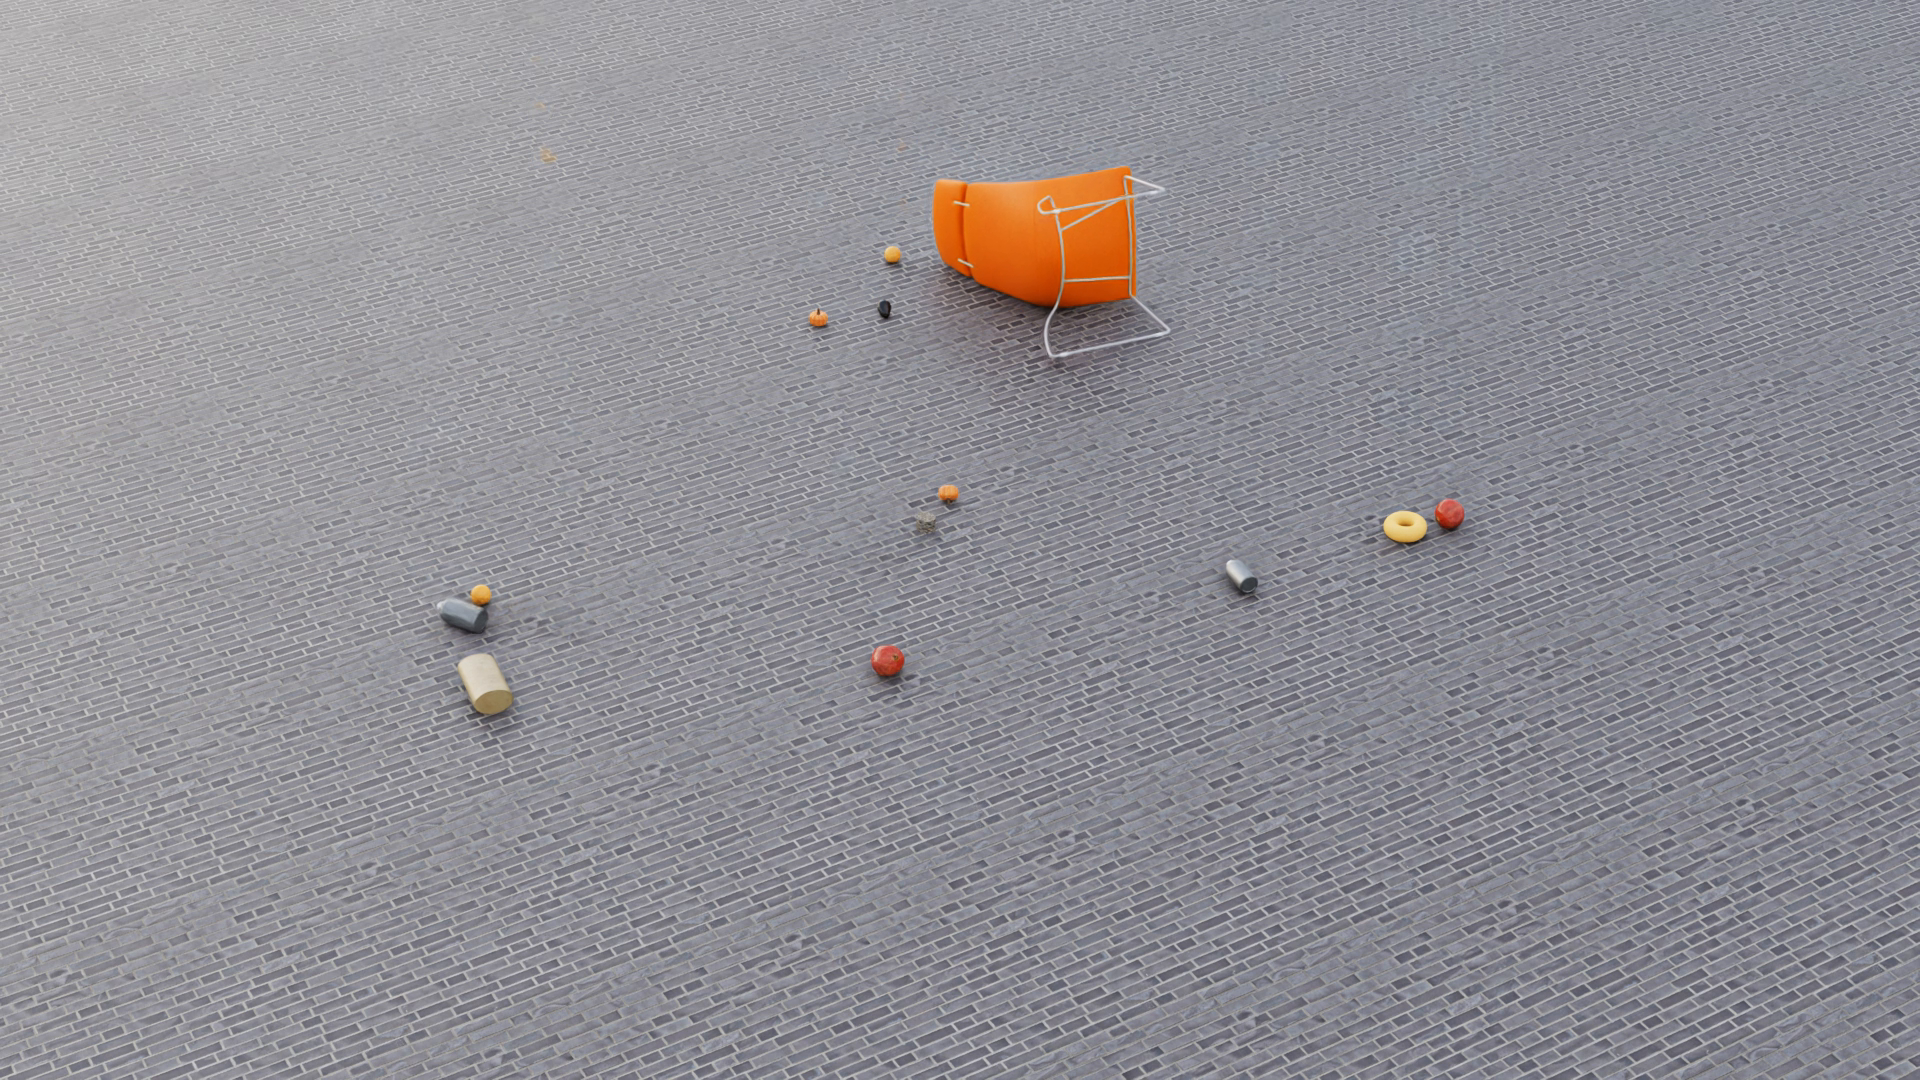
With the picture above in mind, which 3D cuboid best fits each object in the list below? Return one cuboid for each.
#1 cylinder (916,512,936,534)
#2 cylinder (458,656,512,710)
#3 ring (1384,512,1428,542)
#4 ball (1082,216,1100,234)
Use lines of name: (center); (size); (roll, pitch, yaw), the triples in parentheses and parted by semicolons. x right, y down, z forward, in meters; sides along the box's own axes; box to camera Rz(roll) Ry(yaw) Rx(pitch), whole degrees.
cylinder: (-0.127, -0.064, 10.994); (0.075, 0.052, 0.064); (19, 38, 26)
cylinder: (-1.636, 0.495, 10.106); (0.139, 0.096, 0.230); (-2, 24, -22)
ring: (1.665, -0.049, 10.963); (0.162, 0.063, 0.160); (-16, 36, -21)
ball: (0.577, -1.393, 12.982); (0.083, 0.083, 0.083); (0, 33, 0)
